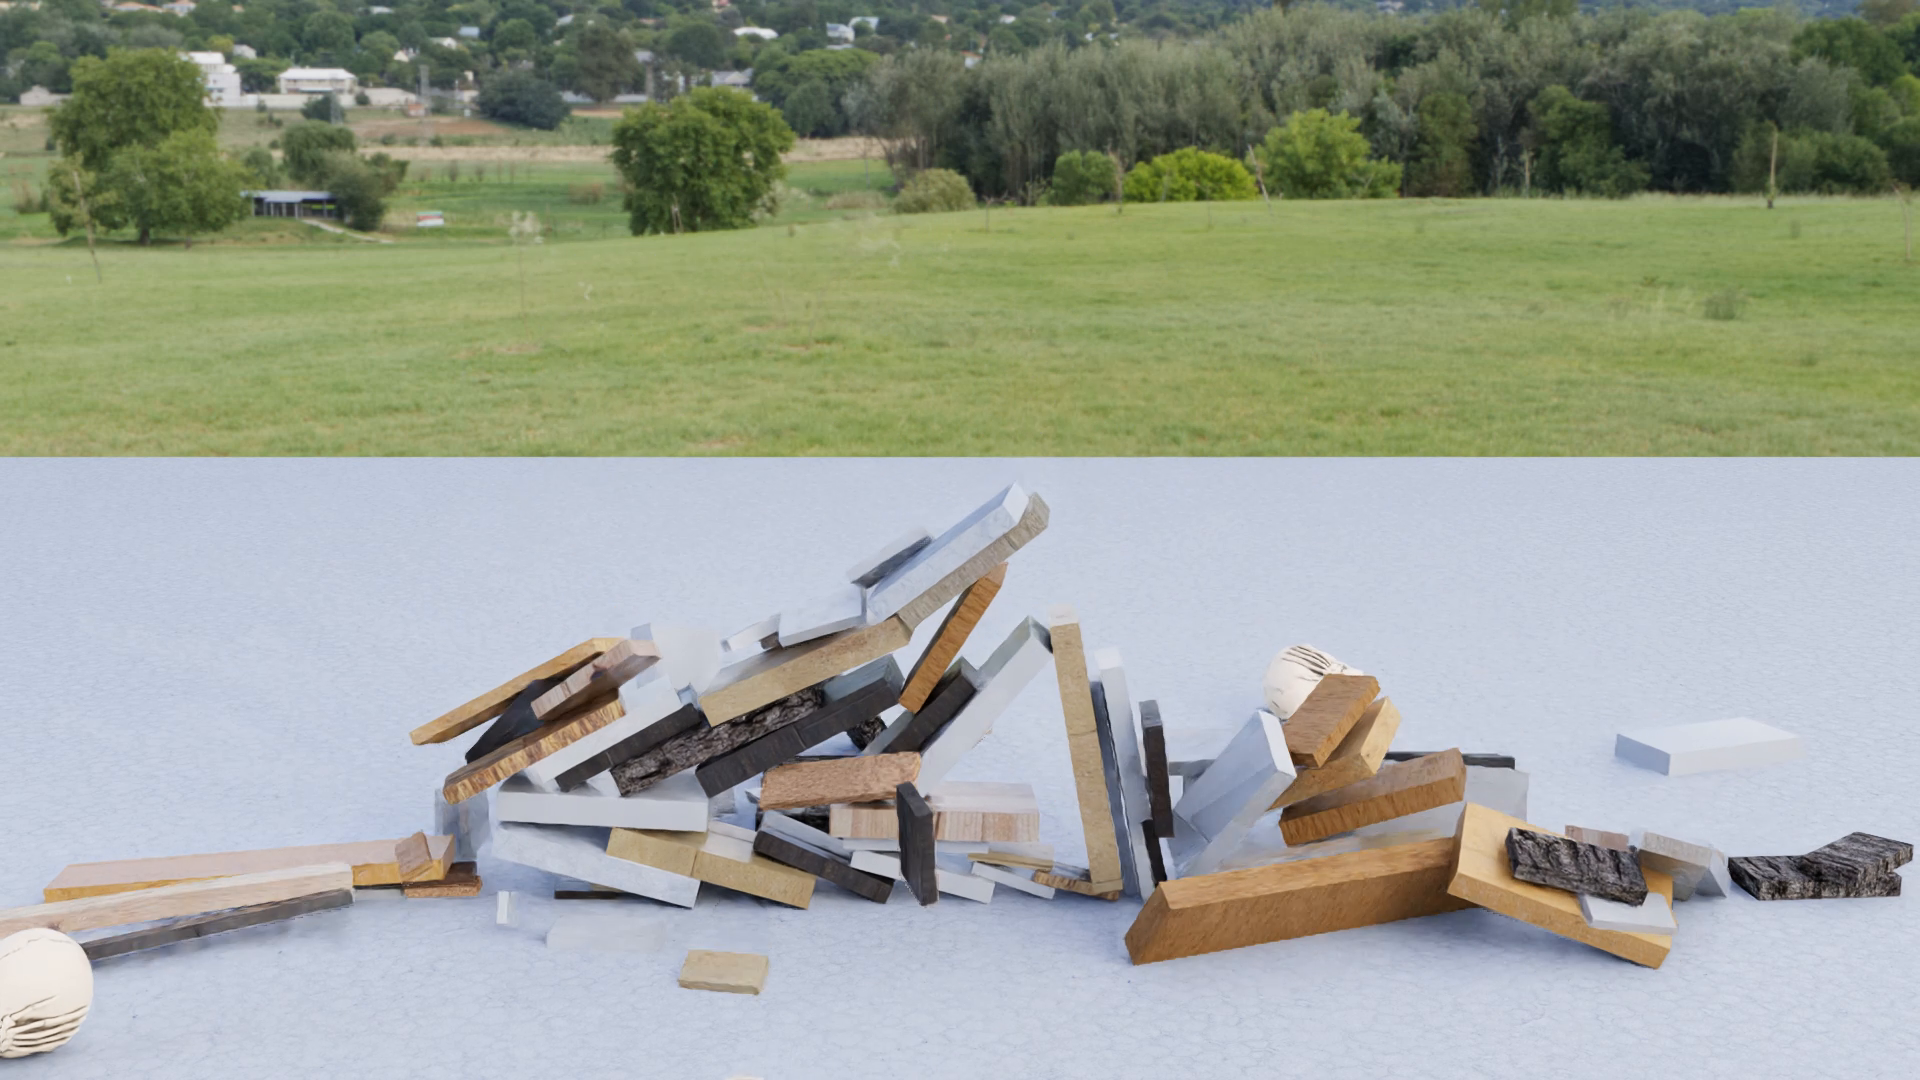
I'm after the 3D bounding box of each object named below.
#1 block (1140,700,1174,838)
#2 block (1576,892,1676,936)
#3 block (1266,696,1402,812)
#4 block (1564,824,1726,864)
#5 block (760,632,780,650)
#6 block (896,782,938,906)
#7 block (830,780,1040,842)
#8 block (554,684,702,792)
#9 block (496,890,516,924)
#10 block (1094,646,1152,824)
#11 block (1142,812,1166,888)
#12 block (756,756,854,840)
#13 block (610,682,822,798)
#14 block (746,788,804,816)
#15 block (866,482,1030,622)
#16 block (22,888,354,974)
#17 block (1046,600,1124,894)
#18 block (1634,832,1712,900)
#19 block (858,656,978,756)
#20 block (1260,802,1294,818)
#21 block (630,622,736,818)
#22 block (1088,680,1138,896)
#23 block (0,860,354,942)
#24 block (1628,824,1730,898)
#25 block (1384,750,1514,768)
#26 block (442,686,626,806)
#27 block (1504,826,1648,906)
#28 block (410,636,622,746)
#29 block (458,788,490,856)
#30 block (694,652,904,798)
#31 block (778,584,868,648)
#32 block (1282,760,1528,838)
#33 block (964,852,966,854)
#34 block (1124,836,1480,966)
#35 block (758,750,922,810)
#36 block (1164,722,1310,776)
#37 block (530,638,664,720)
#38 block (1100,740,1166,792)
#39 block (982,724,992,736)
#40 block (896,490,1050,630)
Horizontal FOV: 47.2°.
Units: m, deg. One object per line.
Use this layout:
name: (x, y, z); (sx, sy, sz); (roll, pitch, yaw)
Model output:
block: (0.316, 0.368, 3.541); (0.028, 0.198, 0.099); (-7, 20, 1)
block: (1.011, 0.562, 3.337); (0.137, 0.019, 0.068); (8, 38, -11)
block: (0.564, 0.374, 3.669); (0.335, 0.047, 0.167); (-25, 15, 37)
block: (1.179, 0.531, 3.789); (0.244, 0.035, 0.122); (7, -6, 31)
block: (-0.260, 0.144, 3.691); (0.085, 0.024, 0.170); (-24, 2, -36)
block: (-0.066, 0.462, 3.348); (0.024, 0.172, 0.086); (-14, 33, -19)
block: (-0.045, 0.446, 3.637); (0.339, 0.048, 0.170); (2, 11, -3)
block: (-0.550, 0.327, 3.644); (0.254, 0.036, 0.127); (-27, 12, -2)
block: (-0.719, 0.582, 3.490); (0.014, 0.049, 0.099); (4, -10, -4)
block: (0.267, 0.319, 3.619); (0.037, 0.263, 0.131); (-11, 11, 1)
block: (0.321, 0.520, 3.643); (0.021, 0.145, 0.072); (-13, 12, 0)
block: (-0.285, 0.482, 4.117); (0.174, 0.049, 0.387); (0, 11, -2)
block: (-0.401, 0.310, 3.648); (0.351, 0.050, 0.176); (-24, 9, 3)
block: (-0.335, 0.473, 3.983); (0.062, 0.018, 0.124); (-6, 12, -28)
block: (-0.019, 0.019, 3.501); (0.278, 0.039, 0.138); (-36, 8, 18)
block: (-1.193, 0.604, 3.416); (0.484, 0.020, 0.070); (-9, 1, -30)
block: (0.204, 0.338, 3.622); (0.048, 0.450, 0.170); (-10, 10, 2)
block: (1.119, 0.519, 3.487); (0.100, 0.028, 0.356); (14, -13, 17)
block: (-0.078, 0.309, 3.635); (0.263, 0.037, 0.131); (-44, 7, 8)
block: (0.523, 0.435, 3.704); (0.145, 0.021, 0.072); (-29, 13, 23)
block: (-0.505, 0.332, 4.026); (0.049, 0.348, 0.174); (-17, -15, 33)
block: (0.255, 0.413, 3.659); (0.019, 0.354, 0.068); (-10, 9, 3)
block: (-1.280, 0.579, 3.509); (0.602, 0.050, 0.014); (-6, -6, -18)
block: (1.173, 0.524, 3.582); (0.122, 0.035, 0.244); (10, -16, 30)
block: (0.811, 0.460, 3.904); (0.328, 0.164, 0.047); (1, 2, 8)
block: (-0.691, 0.335, 3.581); (0.315, 0.029, 0.102); (-28, 12, -4)
block: (0.941, 0.498, 3.363); (0.200, 0.028, 0.100); (13, 26, -1)
block: (-0.746, 0.255, 3.702); (0.410, 0.024, 0.086); (-26, -12, 23)
block: (-0.836, 0.464, 3.779); (0.020, 0.139, 0.070); (8, 27, 13)
block: (-0.264, 0.307, 3.659); (0.351, 0.050, 0.175); (-27, 8, 7)
block: (-0.222, 0.123, 3.570); (0.146, 0.021, 0.073); (-16, 37, 14)
block: (0.776, 0.471, 3.845); (0.417, 0.164, 0.047); (3, 2, 14)
block: (-0.031, 0.551, 3.831); (0.062, 0.018, 0.124); (2, 11, 13)
block: (0.589, 0.552, 3.440); (0.676, 0.167, 0.047); (-5, 53, -24)
block: (-0.195, 0.391, 3.567); (0.276, 0.021, 0.073); (-8, 51, 24)
block: (0.469, 0.346, 3.654); (0.278, 0.028, 0.099); (-7, 25, 30)
block: (-0.594, 0.230, 3.608); (0.204, 0.029, 0.102); (-33, -17, 16)
block: (0.337, 0.445, 4.356); (0.123, 0.035, 0.246); (2, 11, 13)
block: (-0.027, 0.399, 4.630); (0.170, 0.024, 0.085); (-7, 13, -33)
block: (0.022, 0.031, 3.537); (0.275, 0.039, 0.138); (-37, 8, 11)
